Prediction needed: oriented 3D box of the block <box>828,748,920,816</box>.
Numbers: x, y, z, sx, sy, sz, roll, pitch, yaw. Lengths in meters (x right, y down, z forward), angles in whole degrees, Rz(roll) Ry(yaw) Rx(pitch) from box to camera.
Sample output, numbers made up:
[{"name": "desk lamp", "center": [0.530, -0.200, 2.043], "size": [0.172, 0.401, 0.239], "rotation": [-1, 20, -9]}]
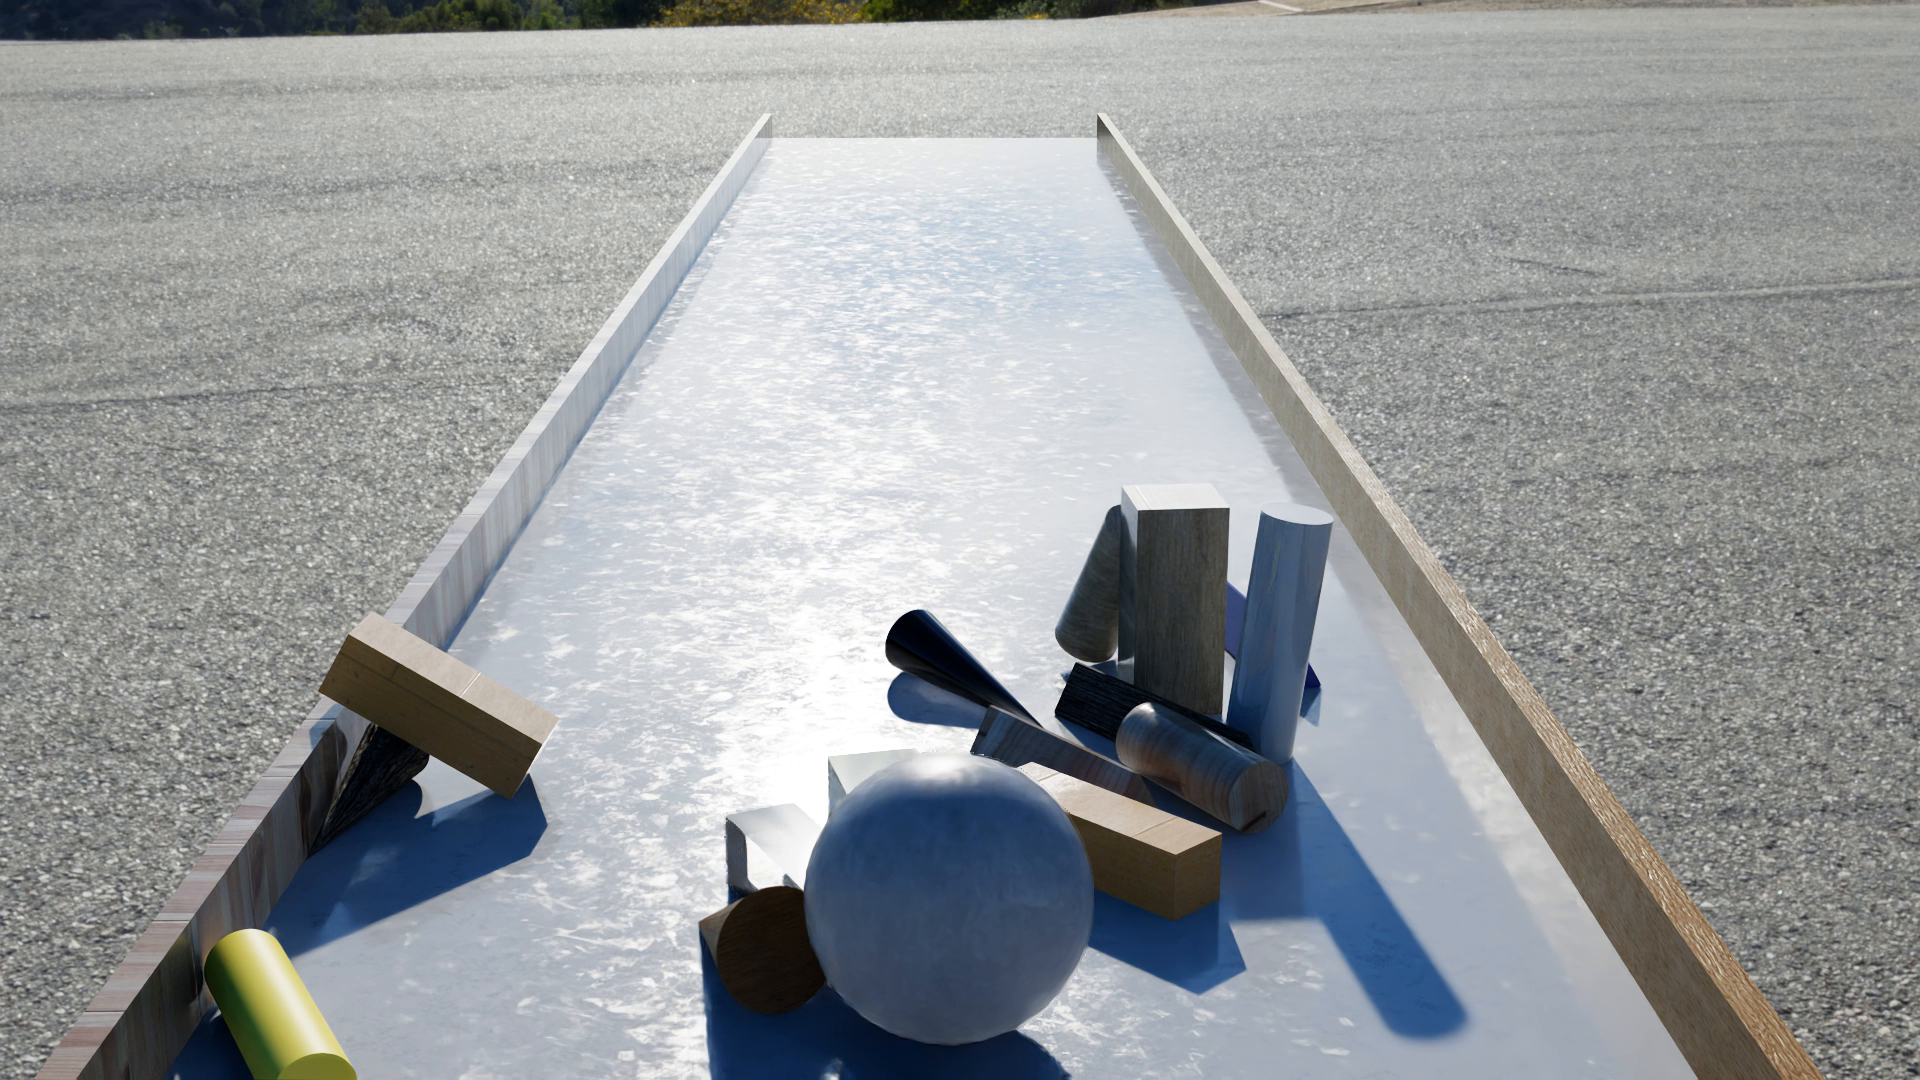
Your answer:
[{"name": "block", "center": [-0.093, 0.468, 3.394], "size": [0.147, 0.147, 0.399], "rotation": [-4, 17, -14]}]

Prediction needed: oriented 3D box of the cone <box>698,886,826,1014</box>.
[{"name": "cone", "center": [-0.323, 0.569, 3.165], "size": [0.176, 0.176, 0.304], "rotation": [-9, 3, -27]}]

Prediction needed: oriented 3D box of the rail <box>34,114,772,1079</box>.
[{"name": "rail", "center": [-1.118, -0.838, 7.780], "size": [0.050, 0.150, 12.000], "rotation": [0, 17, -1]}]

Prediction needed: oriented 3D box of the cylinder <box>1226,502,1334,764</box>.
[{"name": "cylinder", "center": [0.557, 0.166, 3.869], "size": [0.126, 0.445, 0.126], "rotation": [6, 17, -2]}]

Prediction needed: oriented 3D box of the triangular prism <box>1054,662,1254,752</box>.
[{"name": "triangular prism", "center": [0.355, 0.324, 3.966], "size": [0.106, 0.092, 0.457], "rotation": [-12, 21, -35]}]

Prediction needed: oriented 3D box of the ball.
[{"name": "ball", "center": [-0.016, 0.478, 2.941], "size": [0.387, 0.387, 0.387], "rotation": [0, 17, 0]}]

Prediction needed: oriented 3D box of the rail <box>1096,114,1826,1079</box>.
[{"name": "rail", "center": [0.932, -0.844, 7.801], "size": [0.050, 0.150, 12.000], "rotation": [0, 17, -1]}]

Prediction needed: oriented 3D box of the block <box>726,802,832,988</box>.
[{"name": "block", "center": [-0.223, 0.521, 3.274], "size": [0.115, 0.115, 0.383], "rotation": [-9, 19, -27]}]

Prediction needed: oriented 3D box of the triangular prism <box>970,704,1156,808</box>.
[{"name": "triangular prism", "center": [0.170, 0.387, 3.709], "size": [0.135, 0.117, 0.385], "rotation": [-13, 21, -35]}]

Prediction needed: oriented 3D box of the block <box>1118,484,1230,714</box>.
[{"name": "block", "center": [0.399, 0.112, 4.142], "size": [0.171, 0.403, 0.171], "rotation": [-2, 17, -6]}]

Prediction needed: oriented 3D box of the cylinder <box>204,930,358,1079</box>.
[{"name": "cylinder", "center": [-0.897, 0.638, 2.889], "size": [0.109, 0.109, 0.387], "rotation": [-9, 19, -28]}]

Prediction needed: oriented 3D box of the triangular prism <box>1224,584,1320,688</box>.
[{"name": "triangular prism", "center": [0.600, 0.183, 4.441], "size": [0.106, 0.092, 0.428], "rotation": [-3, 17, -12]}]

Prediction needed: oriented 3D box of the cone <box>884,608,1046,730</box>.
[{"name": "cone", "center": [0.038, 0.279, 4.176], "size": [0.130, 0.130, 0.454], "rotation": [-12, 28, -35]}]

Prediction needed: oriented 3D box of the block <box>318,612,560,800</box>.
[{"name": "block", "center": [-0.888, 0.283, 3.763], "size": [0.371, 0.121, 0.121], "rotation": [30, 16, -5]}]

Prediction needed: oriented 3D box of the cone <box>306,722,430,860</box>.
[{"name": "cone", "center": [-1.010, 0.435, 3.659], "size": [0.122, 0.122, 0.348], "rotation": [3, 27, 11]}]

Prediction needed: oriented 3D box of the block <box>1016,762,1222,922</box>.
[{"name": "block", "center": [0.219, 0.469, 3.458], "size": [0.109, 0.109, 0.399], "rotation": [-16, 23, -42]}]

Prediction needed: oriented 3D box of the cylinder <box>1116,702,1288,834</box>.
[{"name": "cylinder", "center": [0.406, 0.382, 3.722], "size": [0.125, 0.125, 0.318], "rotation": [-10, 19, -30]}]

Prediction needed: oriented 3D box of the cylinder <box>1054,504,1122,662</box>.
[{"name": "cylinder", "center": [0.298, 0.088, 4.343], "size": [0.131, 0.310, 0.131], "rotation": [13, 39, -11]}]
